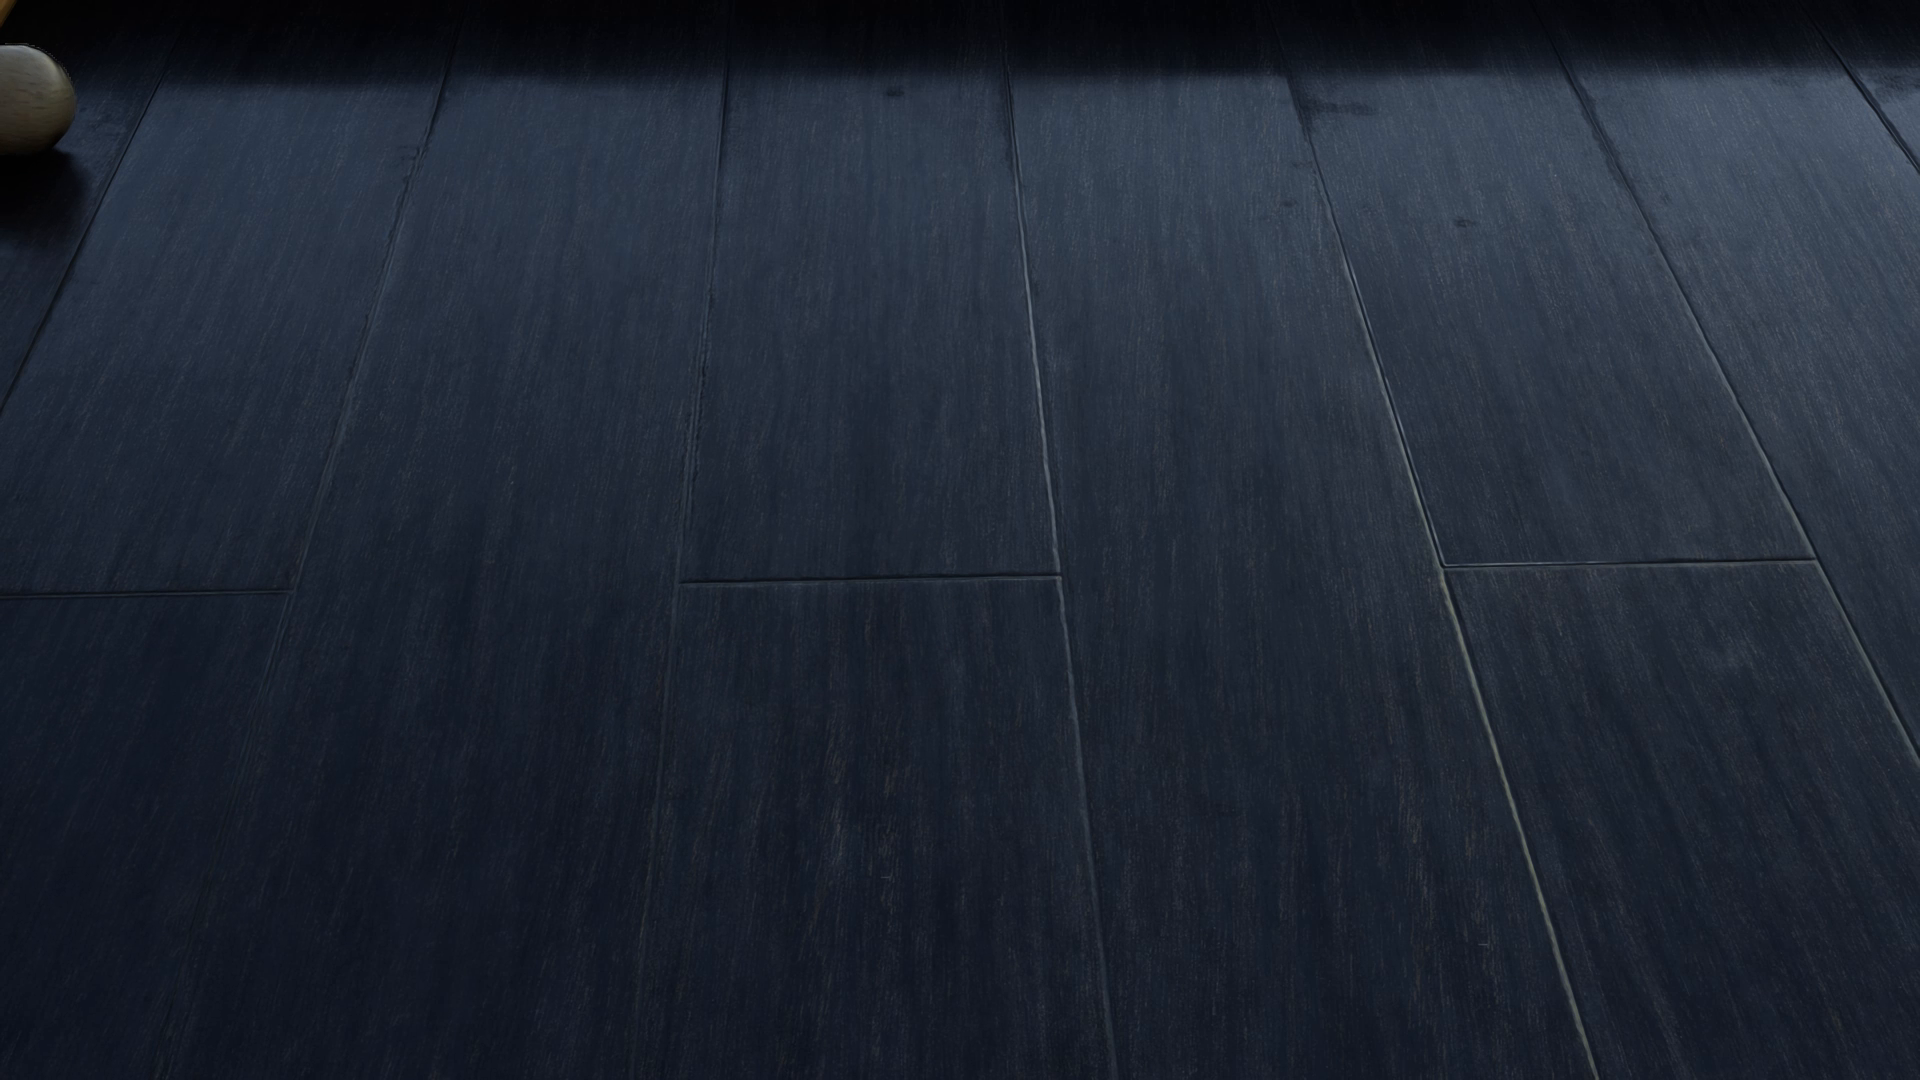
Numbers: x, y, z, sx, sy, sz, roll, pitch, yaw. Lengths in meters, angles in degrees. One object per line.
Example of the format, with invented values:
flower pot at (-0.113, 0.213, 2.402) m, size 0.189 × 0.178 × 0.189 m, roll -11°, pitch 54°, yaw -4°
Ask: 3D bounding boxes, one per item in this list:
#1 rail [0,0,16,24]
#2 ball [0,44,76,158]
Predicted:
rail at (-0.831, -0.004, 1.614) m, size 0.045 × 0.120 × 1.988 m, roll -1°, pitch 36°, yaw -2°
ball at (-0.785, -0.365, 2.135) m, size 0.093 × 0.093 × 0.093 m, roll 0°, pitch 36°, yaw 0°
